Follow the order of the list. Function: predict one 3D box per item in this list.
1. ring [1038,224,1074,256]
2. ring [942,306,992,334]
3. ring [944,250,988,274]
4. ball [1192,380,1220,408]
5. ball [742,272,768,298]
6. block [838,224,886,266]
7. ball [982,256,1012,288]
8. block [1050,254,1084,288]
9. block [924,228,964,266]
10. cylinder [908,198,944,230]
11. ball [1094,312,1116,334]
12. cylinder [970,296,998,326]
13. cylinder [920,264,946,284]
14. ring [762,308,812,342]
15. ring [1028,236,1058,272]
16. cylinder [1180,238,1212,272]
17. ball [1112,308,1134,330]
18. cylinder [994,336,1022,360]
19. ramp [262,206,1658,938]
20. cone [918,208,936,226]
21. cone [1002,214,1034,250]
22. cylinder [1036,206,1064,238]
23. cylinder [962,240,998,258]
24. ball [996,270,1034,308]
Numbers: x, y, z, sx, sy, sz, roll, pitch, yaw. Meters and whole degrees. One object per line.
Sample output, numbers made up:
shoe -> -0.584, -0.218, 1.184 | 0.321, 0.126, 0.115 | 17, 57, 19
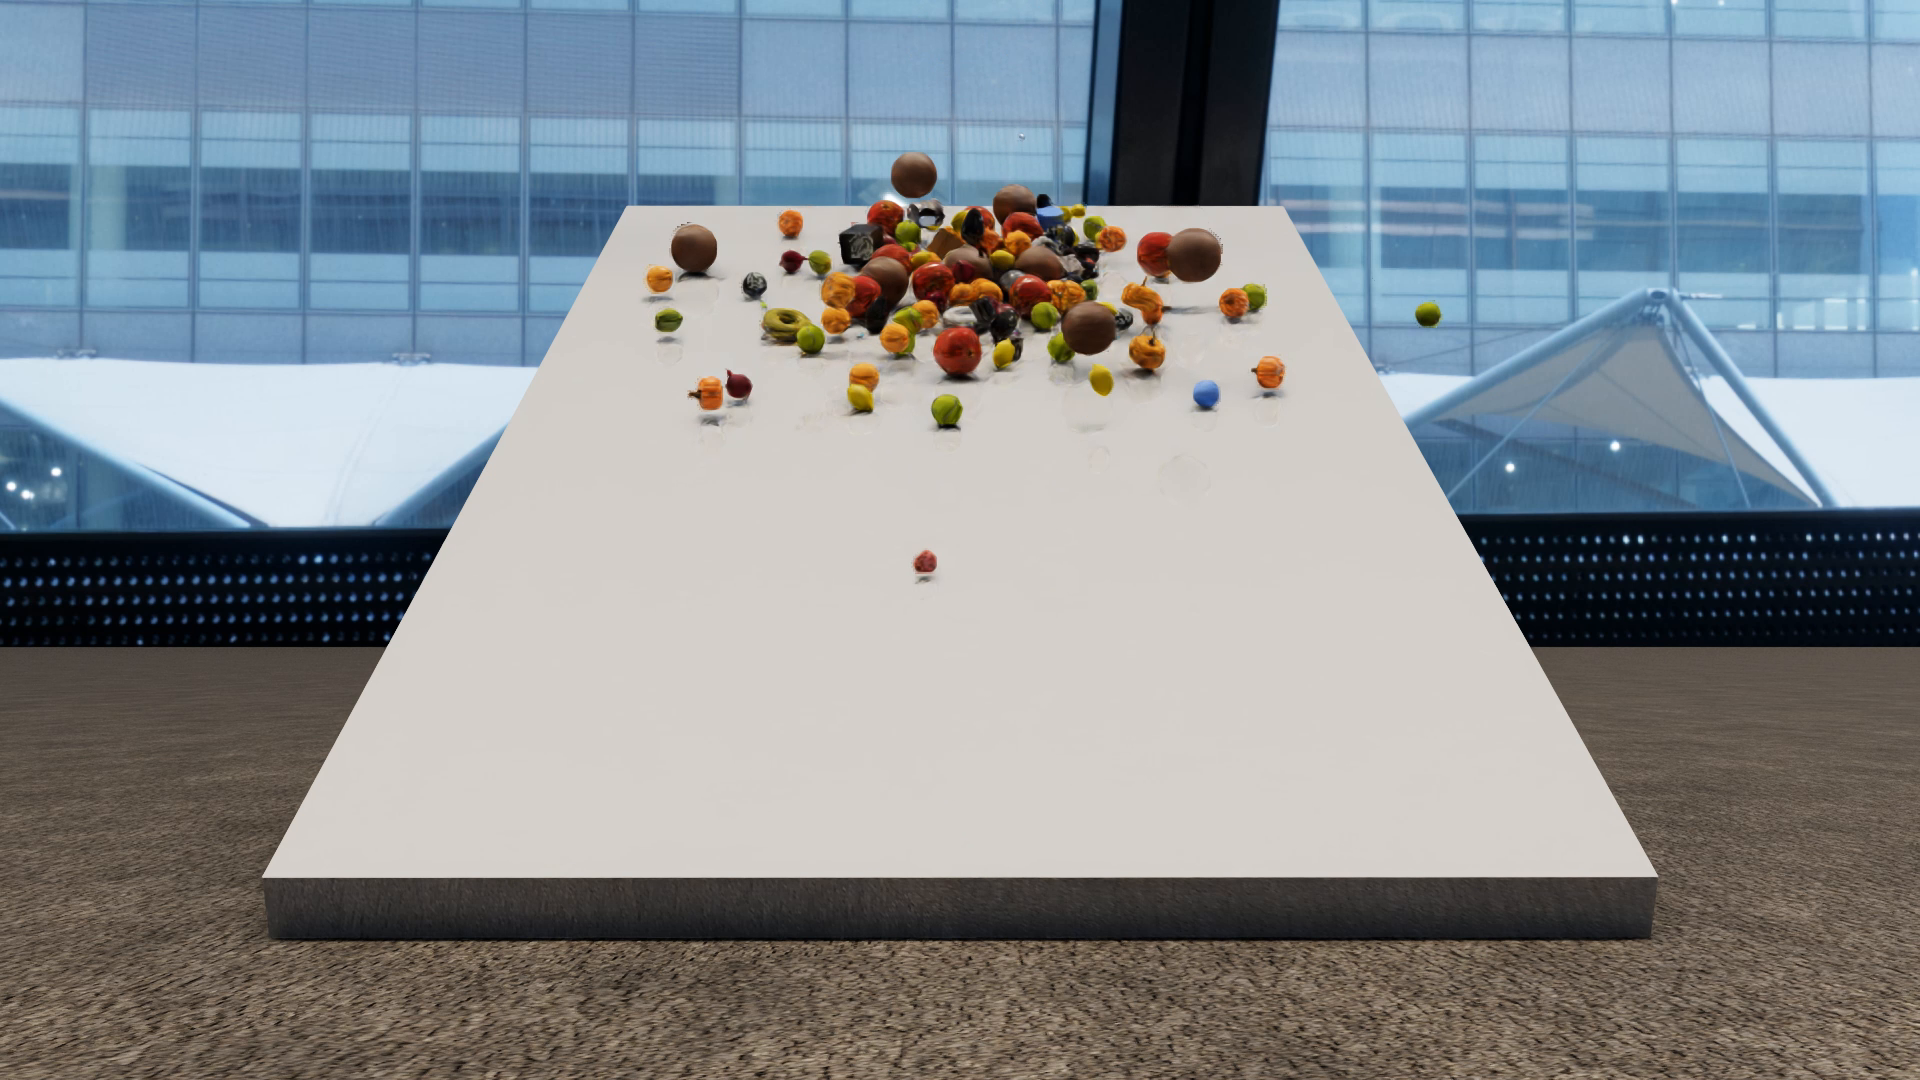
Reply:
ring -> 0.264, -0.829, 6.410 | 0.126, 0.126, 0.042 | -2, -38, 40
ring -> 0.018, -0.556, 5.800 | 0.131, 0.044, 0.131 | 0, 23, 0
ring -> 0.017, -0.750, 6.198 | 0.123, 0.041, 0.123 | 6, -14, 2
ball -> 0.560, -0.334, 5.227 | 0.062, 0.062, 0.062 | 0, -3, 0
ball -> -0.541, -0.673, 6.055 | 0.066, 0.066, 0.066 | 0, -3, 0
block -> -0.270, -0.814, 6.336 | 0.087, 0.087, 0.087 | 7, 27, 28
ball -> 0.099, -0.718, 6.144 | 0.085, 0.085, 0.085 | 0, -3, 0
block -> 0.286, -0.722, 6.161 | 0.058, 0.058, 0.058 | -15, -32, -33
block -> -0.044, -0.802, 6.278 | 0.072, 0.072, 0.072 | 37, 0, -7
cylinder -> -0.098, -0.934, 6.584 | 0.077, 0.077, 0.077 | 6, -5, -32
ball -> 0.365, -0.542, 5.751 | 0.055, 0.055, 0.055 | 0, -3, 0
cylinder -> 0.059, -0.568, 5.690 | 0.053, 0.053, 0.053 | -27, 18, 10
cylinder -> -0.073, -0.716, 6.167 | 0.052, 0.052, 0.052 | -2, 1, 43
ring -> -0.429, -0.535, 5.714 | 0.128, 0.043, 0.128 | 12, 33, -8
ring -> 0.229, -0.783, 6.297 | 0.098, 0.098, 0.033 | 2, 1, -35
cylinder -> 0.615, -0.740, 5.967 | 0.070, 0.070, 0.070 | -12, -4, -1
ball -> 0.409, -0.555, 5.784 | 0.054, 0.054, 0.054 | 0, -3, 0
cylinder -> 0.118, -0.466, 5.562 | 0.054, 0.054, 0.054 | 9, 0, 17
ramp -> -0.007, -0.221, 5.162 | 2.000, 0.100, 4.000 | 0, 22, 0
cone -> -0.093, -0.910, 6.459 | 0.050, 0.050, 0.050 | 0, 13, -6
cone -> 0.170, -0.883, 6.535 | 0.098, 0.098, 0.098 | 0, 22, 0
cylinder -> 0.258, -0.907, 6.609 | 0.080, 0.080, 0.080 | 1, 27, -1
cylinder -> 0.054, -0.785, 6.323 | 0.074, 0.074, 0.074 | 13, 5, 30
ball -> 0.142, -0.652, 5.966 | 0.097, 0.097, 0.097 | 0, -3, 0
